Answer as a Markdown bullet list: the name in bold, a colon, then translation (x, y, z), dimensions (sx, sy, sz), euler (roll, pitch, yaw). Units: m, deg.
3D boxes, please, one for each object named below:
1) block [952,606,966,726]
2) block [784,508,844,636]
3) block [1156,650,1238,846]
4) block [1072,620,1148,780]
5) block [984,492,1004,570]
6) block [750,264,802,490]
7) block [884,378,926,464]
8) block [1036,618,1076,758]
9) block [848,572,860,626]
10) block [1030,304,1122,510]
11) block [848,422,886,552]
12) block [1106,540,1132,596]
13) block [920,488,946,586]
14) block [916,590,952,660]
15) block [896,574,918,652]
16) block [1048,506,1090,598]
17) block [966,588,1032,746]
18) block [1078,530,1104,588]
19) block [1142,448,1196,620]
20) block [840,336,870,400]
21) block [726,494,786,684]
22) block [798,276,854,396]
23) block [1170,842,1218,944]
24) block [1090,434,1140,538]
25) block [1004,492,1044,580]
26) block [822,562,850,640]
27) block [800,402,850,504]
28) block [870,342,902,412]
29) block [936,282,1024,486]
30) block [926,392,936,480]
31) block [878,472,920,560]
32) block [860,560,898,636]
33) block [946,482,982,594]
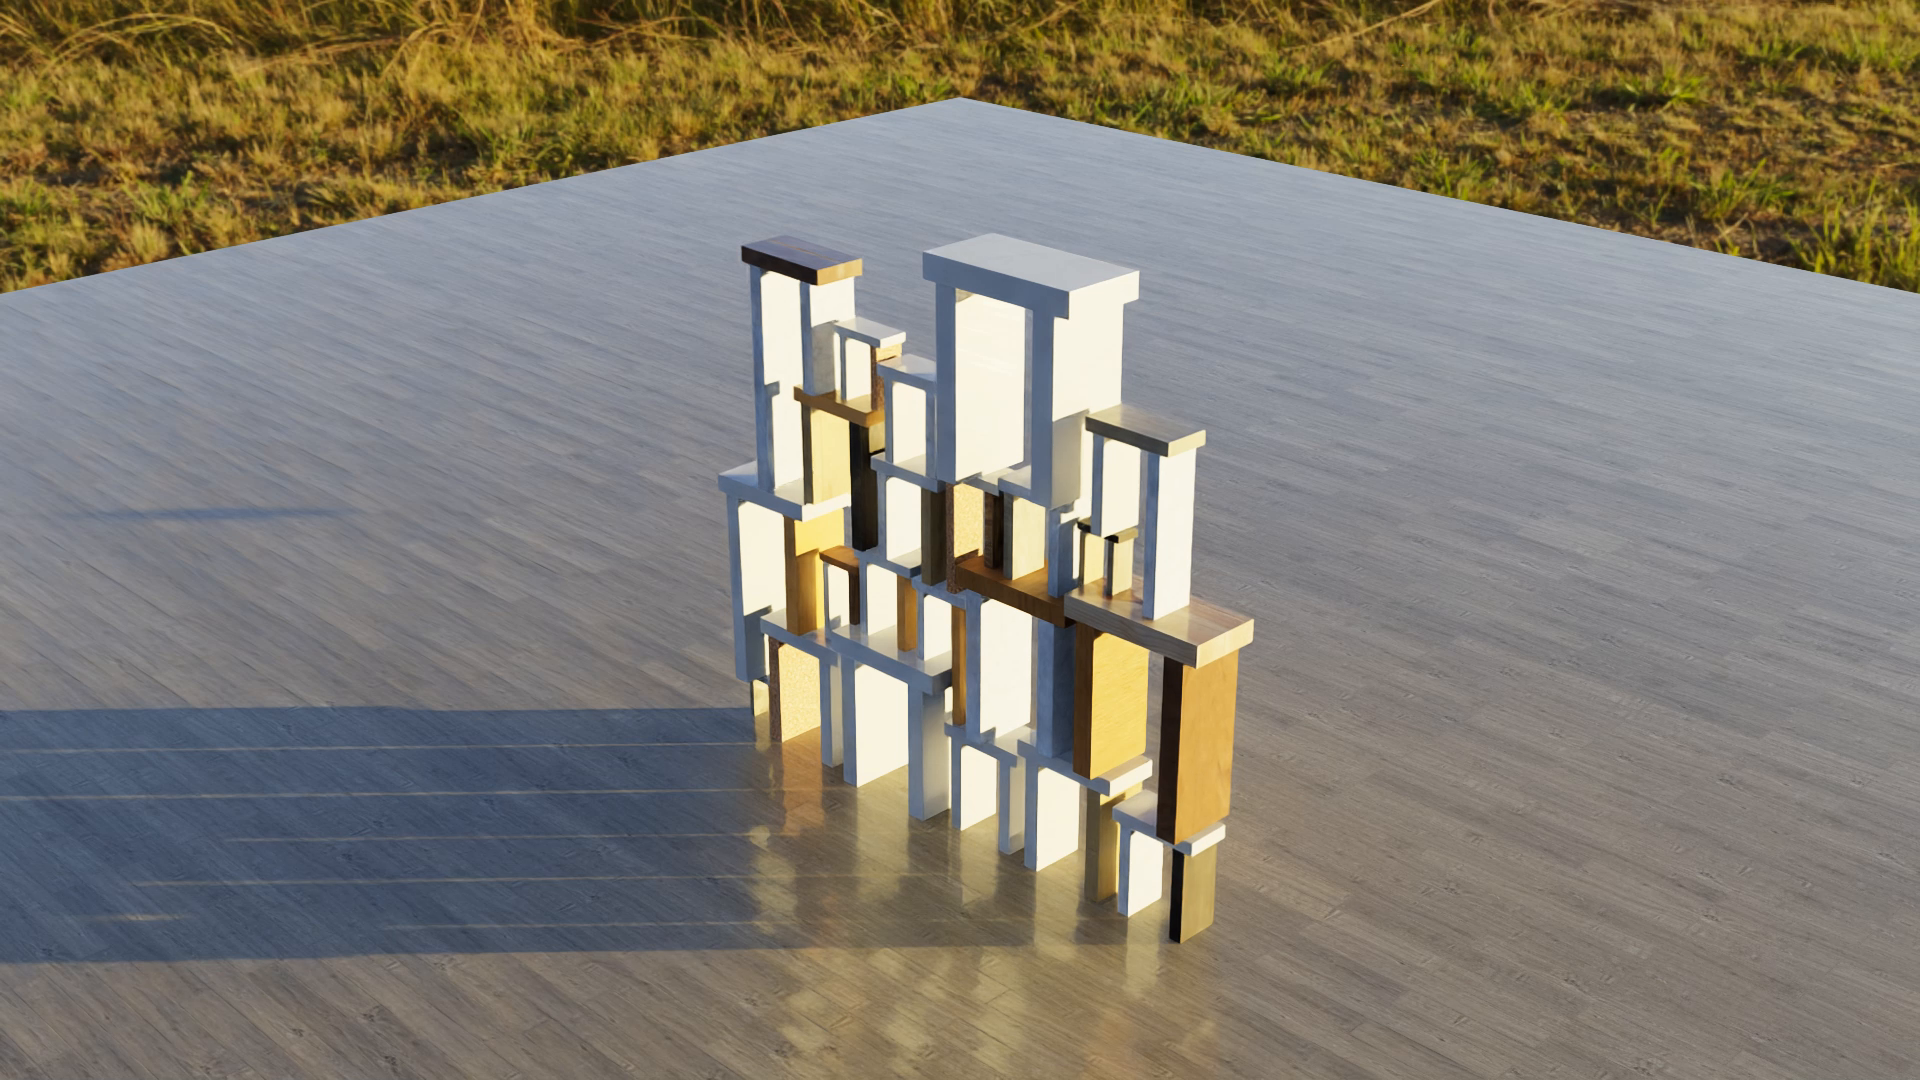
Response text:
- **block**: translation (0.018, 0.235, 4.299), dimensions (0.074, 0.255, 0.021), euler (-21, 31, -41)
- **block**: translation (-0.303, 0.057, 4.580), dimensions (0.037, 0.263, 0.131), euler (22, 31, 40)
- **block**: translation (0.423, 0.351, 3.917), dimensions (0.154, 0.361, 0.044), euler (-21, 31, -41)
- **block**: translation (0.278, 0.271, 4.038), dimensions (0.154, 0.308, 0.044), euler (-21, 31, -41)
- **block**: translation (0.081, -0.028, 4.129), dimensions (0.076, 0.152, 0.022), euler (-21, 31, -40)
- **block**: translation (-0.365, -0.340, 4.467), dimensions (0.032, 0.470, 0.114), euler (21, 31, 39)
- **block**: translation (-0.106, -0.240, 4.241), dimensions (0.024, 0.171, 0.085), euler (20, 30, 40)
- **block**: translation (0.206, 0.256, 4.111), dimensions (0.039, 0.278, 0.139), euler (21, 31, 41)
- **block**: translation (-0.201, 0.111, 4.493), dimensions (0.058, 0.115, 0.016), euler (-21, 31, -41)
- **block**: translation (0.206, -0.249, 3.892), dimensions (0.178, 0.356, 0.050), euler (-21, 31, -40)
- **block**: translation (-0.168, -0.119, 4.363), dimensions (0.030, 0.268, 0.106), euler (20, 31, 40)
- **block**: translation (0.286, 0.043, 3.939), dimensions (0.051, 0.102, 0.014), euler (-21, 31, -41)
- **block**: translation (-0.034, -0.018, 4.259), dimensions (0.026, 0.199, 0.091), euler (21, 31, 40)
- **block**: translation (-0.051, 0.158, 4.342), dimensions (0.021, 0.148, 0.074), euler (21, 31, 41)
- **block**: translation (-0.088, 0.134, 4.379), dimensions (0.023, 0.163, 0.081), euler (21, 31, 41)
- **block**: translation (0.199, 0.013, 4.011), dimensions (0.085, 0.170, 0.024), euler (-21, 31, -41)
- **block**: translation (0.075, 0.225, 4.240), dimensions (0.139, 0.320, 0.039), euler (-21, 31, -41)
- **block**: translation (0.238, 0.041, 3.988), dimensions (0.014, 0.136, 0.051), euler (22, 31, 40)
- **block**: translation (0.363, -0.018, 3.821), dimensions (0.027, 0.307, 0.095), euler (21, 30, 40)
- **block**: translation (-0.205, -0.345, 4.306), dimensions (0.018, 0.131, 0.065), euler (21, 31, 40)
- **block**: translation (-0.429, 0.087, 4.726), dimensions (0.037, 0.433, 0.131), euler (21, 31, 40)
- **block**: translation (-0.259, -0.407, 4.321), dimensions (0.032, 0.229, 0.114), euler (20, 31, 40)
- **block**: translation (0.427, 0.634, 4.024), dimensions (0.027, 0.189, 0.094), euler (21, 31, 41)
- **block**: translation (0.275, -0.108, 3.883), dimensions (0.095, 0.191, 0.027), euler (-20, 30, -40)
- **block**: translation (0.119, -0.019, 4.085), dimensions (0.024, 0.170, 0.085), euler (21, 31, 40)
- **block**: translation (-0.255, 0.117, 4.554), dimensions (0.016, 0.173, 0.058), euler (21, 31, 41)
- **block**: translation (-0.270, -0.186, 4.443), dimensions (0.030, 0.212, 0.106), euler (21, 31, 40)
- **block**: translation (-0.143, -0.320, 4.250), dimensions (0.018, 0.131, 0.065), euler (21, 31, 40)
- **block**: translation (0.038, -0.305, 4.050), dimensions (0.178, 0.377, 0.050), euler (-22, 31, -40)
- **block**: translation (-0.026, -0.208, 4.167), dimensions (0.024, 0.171, 0.086), euler (22, 31, 40)
- **block**: translation (-0.120, -0.059, 4.334), dimensions (0.026, 0.182, 0.091), euler (21, 31, 40)
- **block**: translation (-0.165, 0.104, 4.450), dimensions (0.023, 0.163, 0.081), euler (21, 31, 41)
- **block**: translation (0.009, -0.018, 4.212), dimensions (0.076, 0.235, 0.022), euler (-21, 31, -41)
